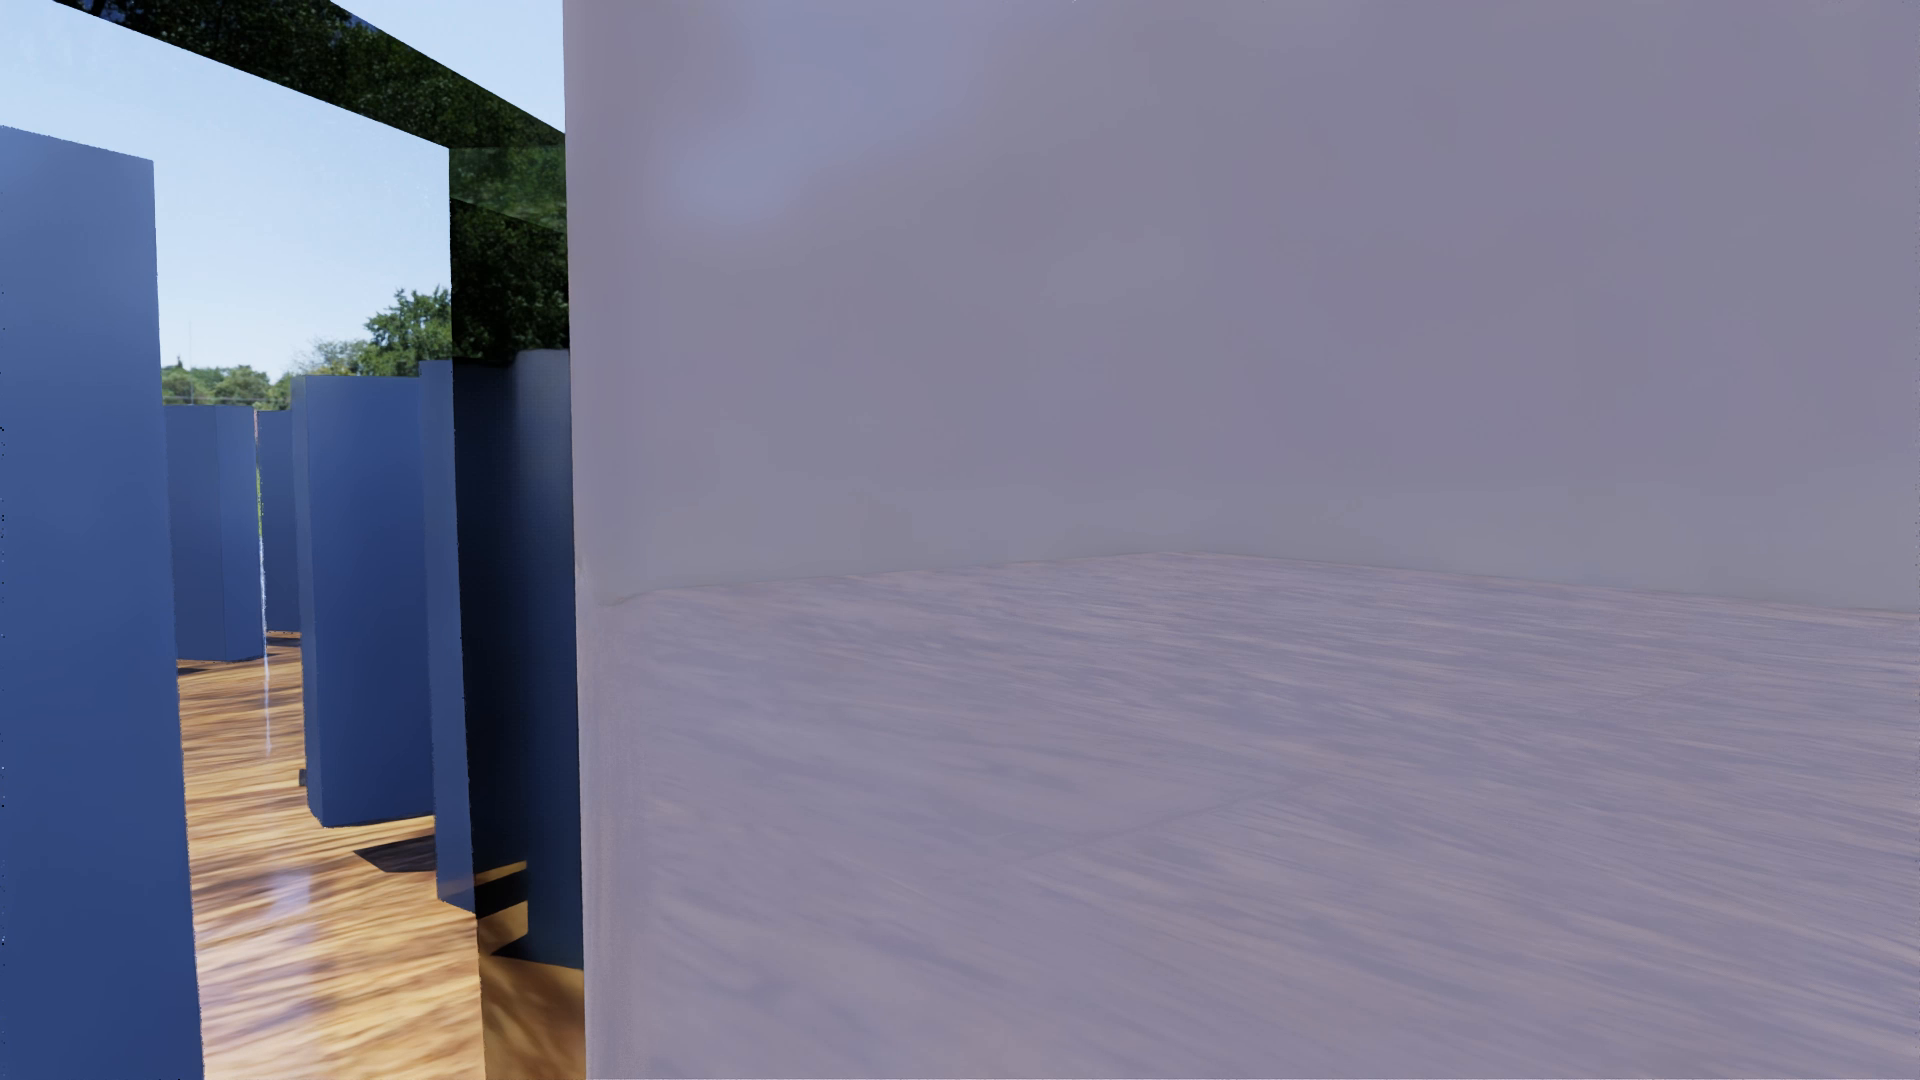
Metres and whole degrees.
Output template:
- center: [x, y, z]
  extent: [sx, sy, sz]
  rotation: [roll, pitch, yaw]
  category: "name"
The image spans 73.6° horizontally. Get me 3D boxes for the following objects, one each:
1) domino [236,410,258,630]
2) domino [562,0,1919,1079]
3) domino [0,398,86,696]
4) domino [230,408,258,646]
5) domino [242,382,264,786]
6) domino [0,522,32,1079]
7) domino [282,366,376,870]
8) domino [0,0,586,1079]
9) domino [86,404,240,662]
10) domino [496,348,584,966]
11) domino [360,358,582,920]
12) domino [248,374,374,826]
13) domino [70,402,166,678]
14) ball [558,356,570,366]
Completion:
- center: [-0.150, -0.004, 0.293]
  extent: [0.025, 0.050, 0.010]
  rotation: [1, 4, 15]
  category: "domino"
- center: [0.003, 0.016, 0.021]
  extent: [0.010, 0.050, 0.025]
  rotation: [0, 4, 2]
  category: "domino"
- center: [-0.167, 0.001, 0.221]
  extent: [0.025, 0.050, 0.010]
  rotation: [1, 4, 9]
  category: "domino"
- center: [-0.155, -0.003, 0.275]
  extent: [0.025, 0.050, 0.010]
  rotation: [1, 4, 14]
  category: "domino"
- center: [-0.079, 0.005, 0.168]
  extent: [0.025, 0.050, 0.010]
  rotation: [-2, 5, -27]
  category: "domino"
- center: [-0.034, 0.016, 0.025]
  extent: [0.010, 0.050, 0.025]
  rotation: [1, 4, 13]
  category: "domino"
- center: [-0.057, 0.007, 0.138]
  extent: [0.025, 0.050, 0.010]
  rotation: [-4, 6, -43]
  category: "domino"
- center: [-0.016, 0.016, 0.022]
  extent: [0.009, 0.050, 0.025]
  rotation: [1, 4, 7]
  category: "domino"
- center: [-0.159, -0.002, 0.257]
  extent: [0.025, 0.050, 0.010]
  rotation: [1, 4, 13]
  category: "domino"
- center: [-0.028, 0.009, 0.115]
  extent: [0.009, 0.050, 0.025]
  rotation: [2, 5, 28]
  category: "domino"
- center: [-0.043, 0.008, 0.126]
  extent: [0.009, 0.050, 0.025]
  rotation: [3, 5, 39]
  category: "domino"
- center: [-0.069, 0.006, 0.152]
  extent: [0.025, 0.050, 0.010]
  rotation: [-3, 5, -36]
  category: "domino"
- center: [-0.163, 0.000, 0.239]
  extent: [0.025, 0.050, 0.010]
  rotation: [1, 4, 12]
  category: "domino"
- center: [-0.120, -0.033, 0.470]
  extent: [0.080, 0.080, 0.080]
  rotation: [0, 4, 0]
  category: "ball"
